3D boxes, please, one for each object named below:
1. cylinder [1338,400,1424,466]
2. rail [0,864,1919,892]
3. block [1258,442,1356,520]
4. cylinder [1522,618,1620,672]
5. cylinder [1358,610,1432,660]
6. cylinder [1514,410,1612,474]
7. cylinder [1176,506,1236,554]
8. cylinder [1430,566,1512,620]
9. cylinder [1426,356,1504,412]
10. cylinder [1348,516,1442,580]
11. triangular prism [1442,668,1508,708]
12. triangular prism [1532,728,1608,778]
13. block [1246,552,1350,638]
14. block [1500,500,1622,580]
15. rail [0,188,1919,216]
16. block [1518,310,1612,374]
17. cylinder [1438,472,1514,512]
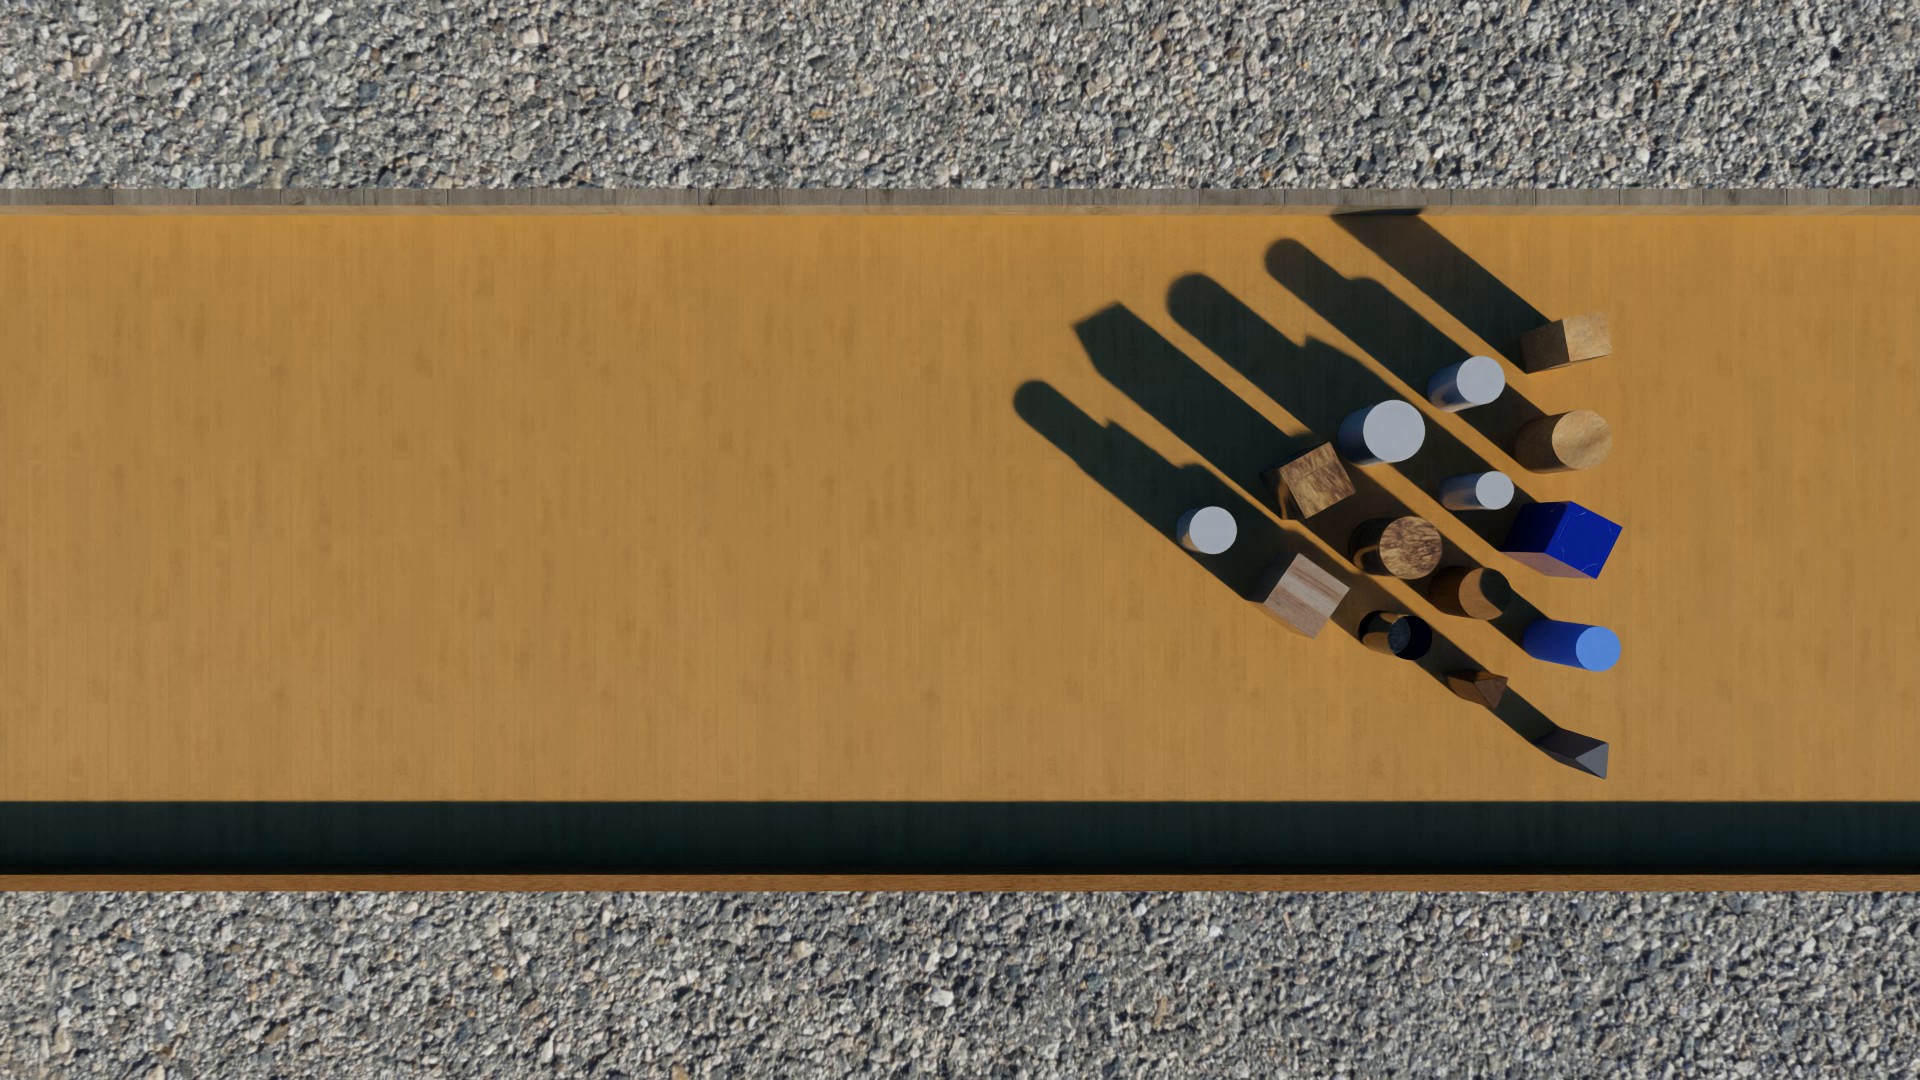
[{"bbox_3d":[1.252,-0.315,4.917,0.179,0.319,0.179,0,90,0],"label":"cylinder"},{"bbox_3d":[-2.247,1.025,5.001,12.000,0.150,0.050,0,90,0],"label":"rail"},{"bbox_3d":[1.026,-0.171,4.904,0.164,0.345,0.164,-28,90,0],"label":"block"},{"bbox_3d":[1.794,0.306,4.856,0.127,0.441,0.127,0,90,0],"label":"cylinder"},{"bbox_3d":[1.291,0.281,4.904,0.128,0.345,0.128,0,90,0],"label":"cylinder"},{"bbox_3d":[1.790,-0.289,4.911,0.173,0.332,0.173,0,90,0],"label":"cylinder"},{"bbox_3d":[0.733,-0.028,4.926,0.138,0.302,0.138,0,90,0],"label":"cylinder"},{"bbox_3d":[1.519,0.156,4.925,0.152,0.304,0.152,0,90,0],"label":"cylinder"},{"bbox_3d":[1.507,-0.463,4.925,0.141,0.302,0.141,0,90,0],"label":"cylinder"},{"bbox_3d":[1.285,0.022,4.888,0.179,0.377,0.179,0,90,0],"label":"cylinder"},{"bbox_3d":[1.544,0.422,4.913,0.084,0.327,0.097,-38,90,0],"label":"triangular prism"},{"bbox_3d":[1.826,0.617,4.893,0.104,0.367,0.090,34,90,0],"label":"triangular prism"},{"bbox_3d":[1.001,0.162,4.921,0.180,0.312,0.180,35,90,0],"label":"block"},{"bbox_3d":[1.770,0.000,4.878,0.166,0.397,0.166,27,90,0],"label":"block"},{"bbox_3d":[-2.247,-1.025,5.002,12.000,0.150,0.050,0,90,0],"label":"rail"},{"bbox_3d":[1.793,-0.582,4.894,0.125,0.366,0.125,-11,90,0],"label":"block"},{"bbox_3d":[1.526,-0.142,4.892,0.110,0.369,0.110,0,90,0],"label":"cylinder"}]
